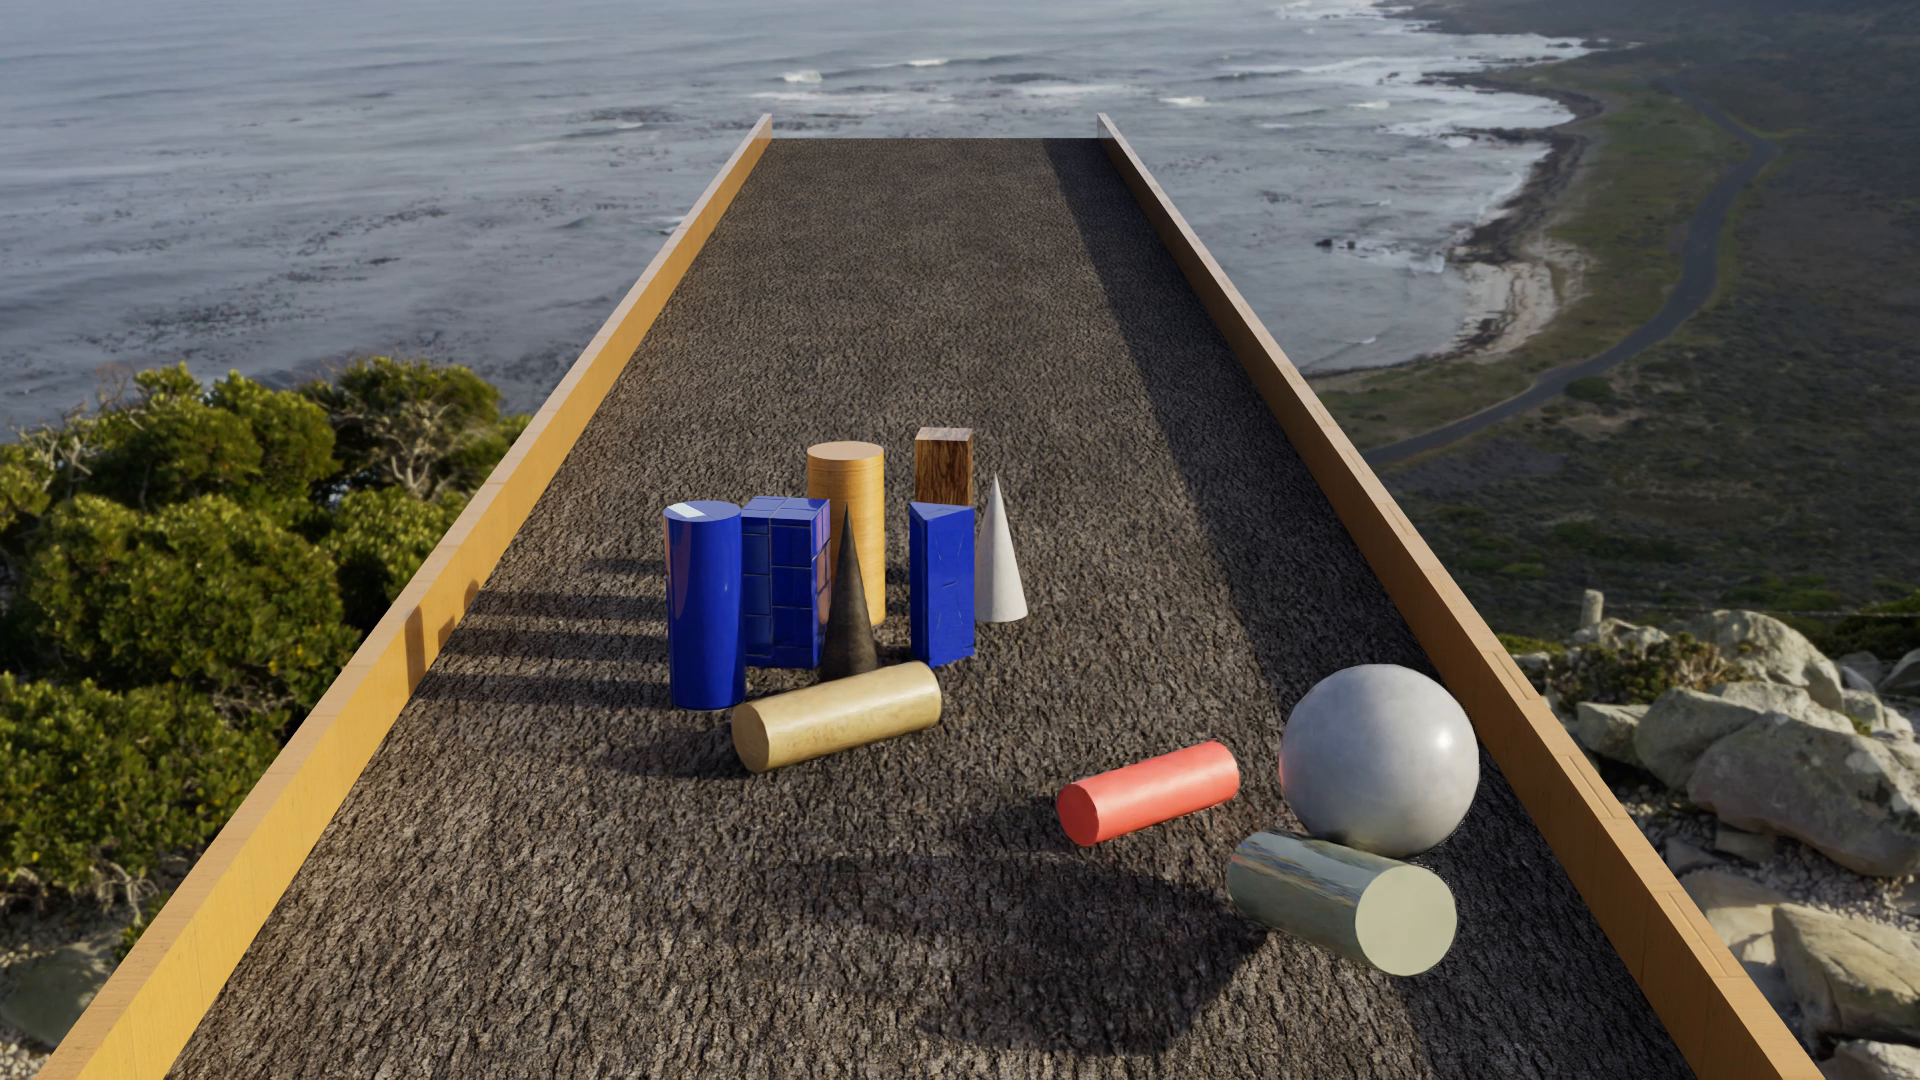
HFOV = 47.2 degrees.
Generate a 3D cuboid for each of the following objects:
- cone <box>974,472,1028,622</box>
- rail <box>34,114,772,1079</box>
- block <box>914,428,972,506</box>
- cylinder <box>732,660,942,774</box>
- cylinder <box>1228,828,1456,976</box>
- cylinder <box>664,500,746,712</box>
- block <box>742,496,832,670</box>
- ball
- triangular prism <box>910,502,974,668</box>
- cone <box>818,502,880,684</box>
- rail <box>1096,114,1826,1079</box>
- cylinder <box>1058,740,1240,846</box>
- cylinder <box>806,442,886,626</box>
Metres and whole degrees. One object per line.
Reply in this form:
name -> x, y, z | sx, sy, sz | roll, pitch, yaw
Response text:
cone -> 0.074, 0.003, 4.666 | 0.143, 0.313, 0.143 | 0, 17, 0
rail -> -1.118, -0.838, 7.780 | 0.050, 0.150, 12.000 | 0, 17, -1
block -> -0.035, -0.074, 4.889 | 0.116, 0.334, 0.116 | 2, 17, 6
cylinder -> -0.219, 0.315, 3.947 | 0.369, 0.126, 0.126 | -12, 20, -35
cylinder -> 0.522, 0.497, 3.064 | 0.143, 0.143, 0.447 | -4, 0, -15
cylinder -> -0.481, 0.124, 4.156 | 0.145, 0.372, 0.145 | 0, 17, 0
block -> -0.351, 0.084, 4.403 | 0.154, 0.309, 0.154 | 3, 17, 10
ball -> 0.617, 0.327, 3.243 | 0.292, 0.292, 0.292 | 0, 17, 0
triangular prism -> -0.059, 0.084, 4.403 | 0.132, 0.309, 0.114 | -15, 22, -42
cone -> -0.209, 0.120, 4.121 | 0.136, 0.401, 0.136 | 0, 17, 0
rail -> 0.932, -0.844, 7.801 | 0.050, 0.150, 12.000 | 0, 17, -1
cylinder -> 0.313, 0.417, 3.639 | 0.308, 0.104, 0.104 | -12, 20, -35
cylinder -> -0.238, -0.011, 4.625 | 0.160, 0.365, 0.160 | 0, 17, 0
